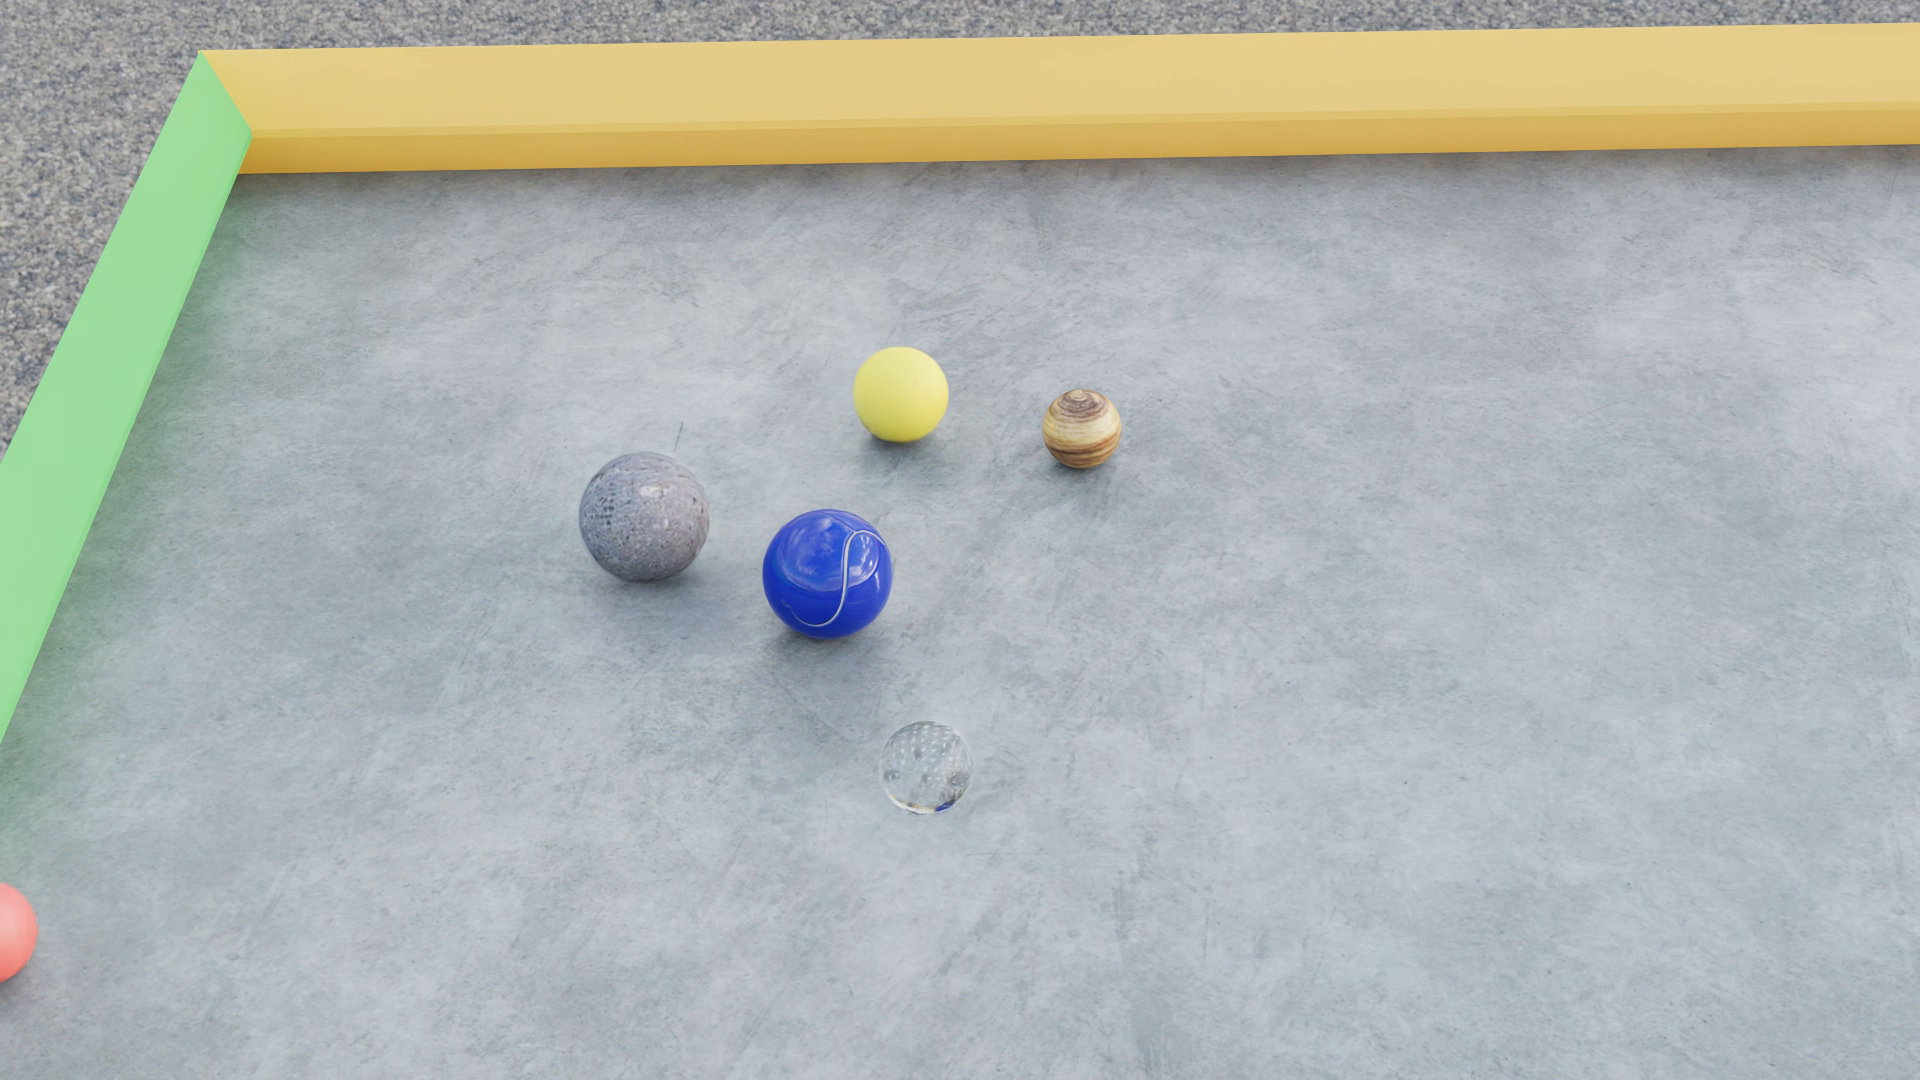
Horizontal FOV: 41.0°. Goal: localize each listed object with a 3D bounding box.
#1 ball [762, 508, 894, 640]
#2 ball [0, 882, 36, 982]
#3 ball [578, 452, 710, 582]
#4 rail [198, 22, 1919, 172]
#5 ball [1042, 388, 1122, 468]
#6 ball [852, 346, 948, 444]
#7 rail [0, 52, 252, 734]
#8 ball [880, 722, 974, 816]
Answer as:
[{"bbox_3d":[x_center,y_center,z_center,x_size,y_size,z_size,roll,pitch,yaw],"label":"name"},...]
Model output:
[{"bbox_3d":[-0.091,0.023,1.761,0.090,0.090,0.090,0,35,0],"label":"ball"},{"bbox_3d":[-0.571,0.229,1.493,0.063,0.063,0.063,0,35,0],"label":"ball"},{"bbox_3d":[-0.223,-0.016,1.815,0.092,0.092,0.092,0,35,0],"label":"ball"},{"bbox_3d":[0.626,-0.401,2.335,2.605,0.120,0.045,-1,35,-2],"label":"rail"},{"bbox_3d":[0.092,-0.084,1.939,0.060,0.060,0.060,0,35,0],"label":"ball"},{"bbox_3d":[-0.046,-0.111,1.966,0.074,0.074,0.074,0,35,0],"label":"ball"},{"bbox_3d":[-0.627,-0.005,1.773,0.045,0.120,1.325,-1,35,-2],"label":"rail"},{"bbox_3d":[-0.021,0.144,1.617,0.059,0.059,0.059,0,35,0],"label":"ball"}]
